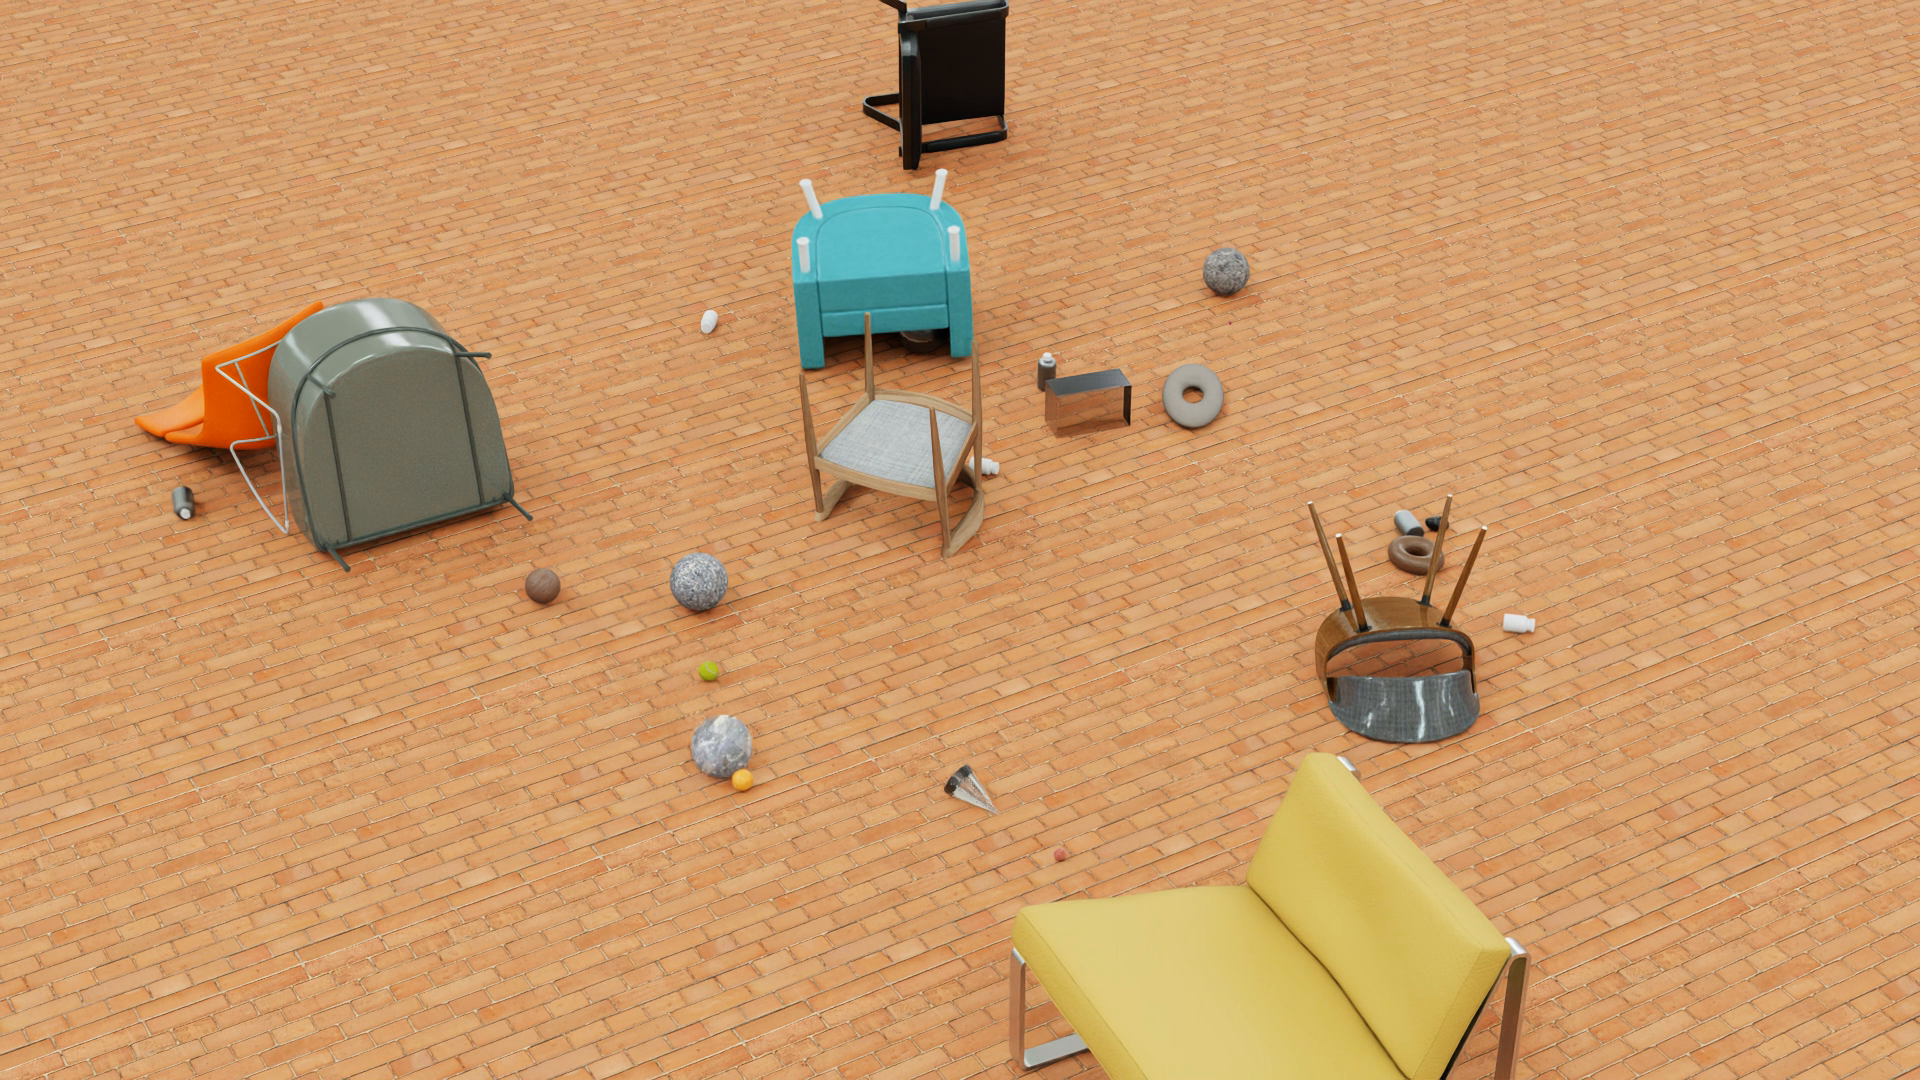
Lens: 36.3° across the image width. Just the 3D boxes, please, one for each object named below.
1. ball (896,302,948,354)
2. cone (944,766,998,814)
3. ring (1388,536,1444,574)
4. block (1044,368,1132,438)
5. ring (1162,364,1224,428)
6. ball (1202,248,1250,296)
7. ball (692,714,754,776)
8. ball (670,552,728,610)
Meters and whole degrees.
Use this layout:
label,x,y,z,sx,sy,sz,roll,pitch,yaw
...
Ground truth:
label,x,y,z,sx,sy,sz,roll,pitch,yaw
ball,-0.155,-0.876,12.079,0.215,0.215,0.215,0,33,0
cone,0.060,0.843,9.617,0.191,0.110,0.126,39,56,22
ring,1.680,0.055,10.800,0.223,0.068,0.187,29,44,35
block,0.506,-0.540,11.591,0.310,0.190,0.140,-10,35,-15
ring,0.935,-0.581,11.770,0.248,0.063,0.487,2,33,4
ball,1.134,-1.146,12.499,0.203,0.203,0.203,0,33,0
ball,-0.789,0.682,9.721,0.205,0.205,0.205,0,33,0
ball,-0.938,0.149,10.527,0.210,0.210,0.210,0,33,0
